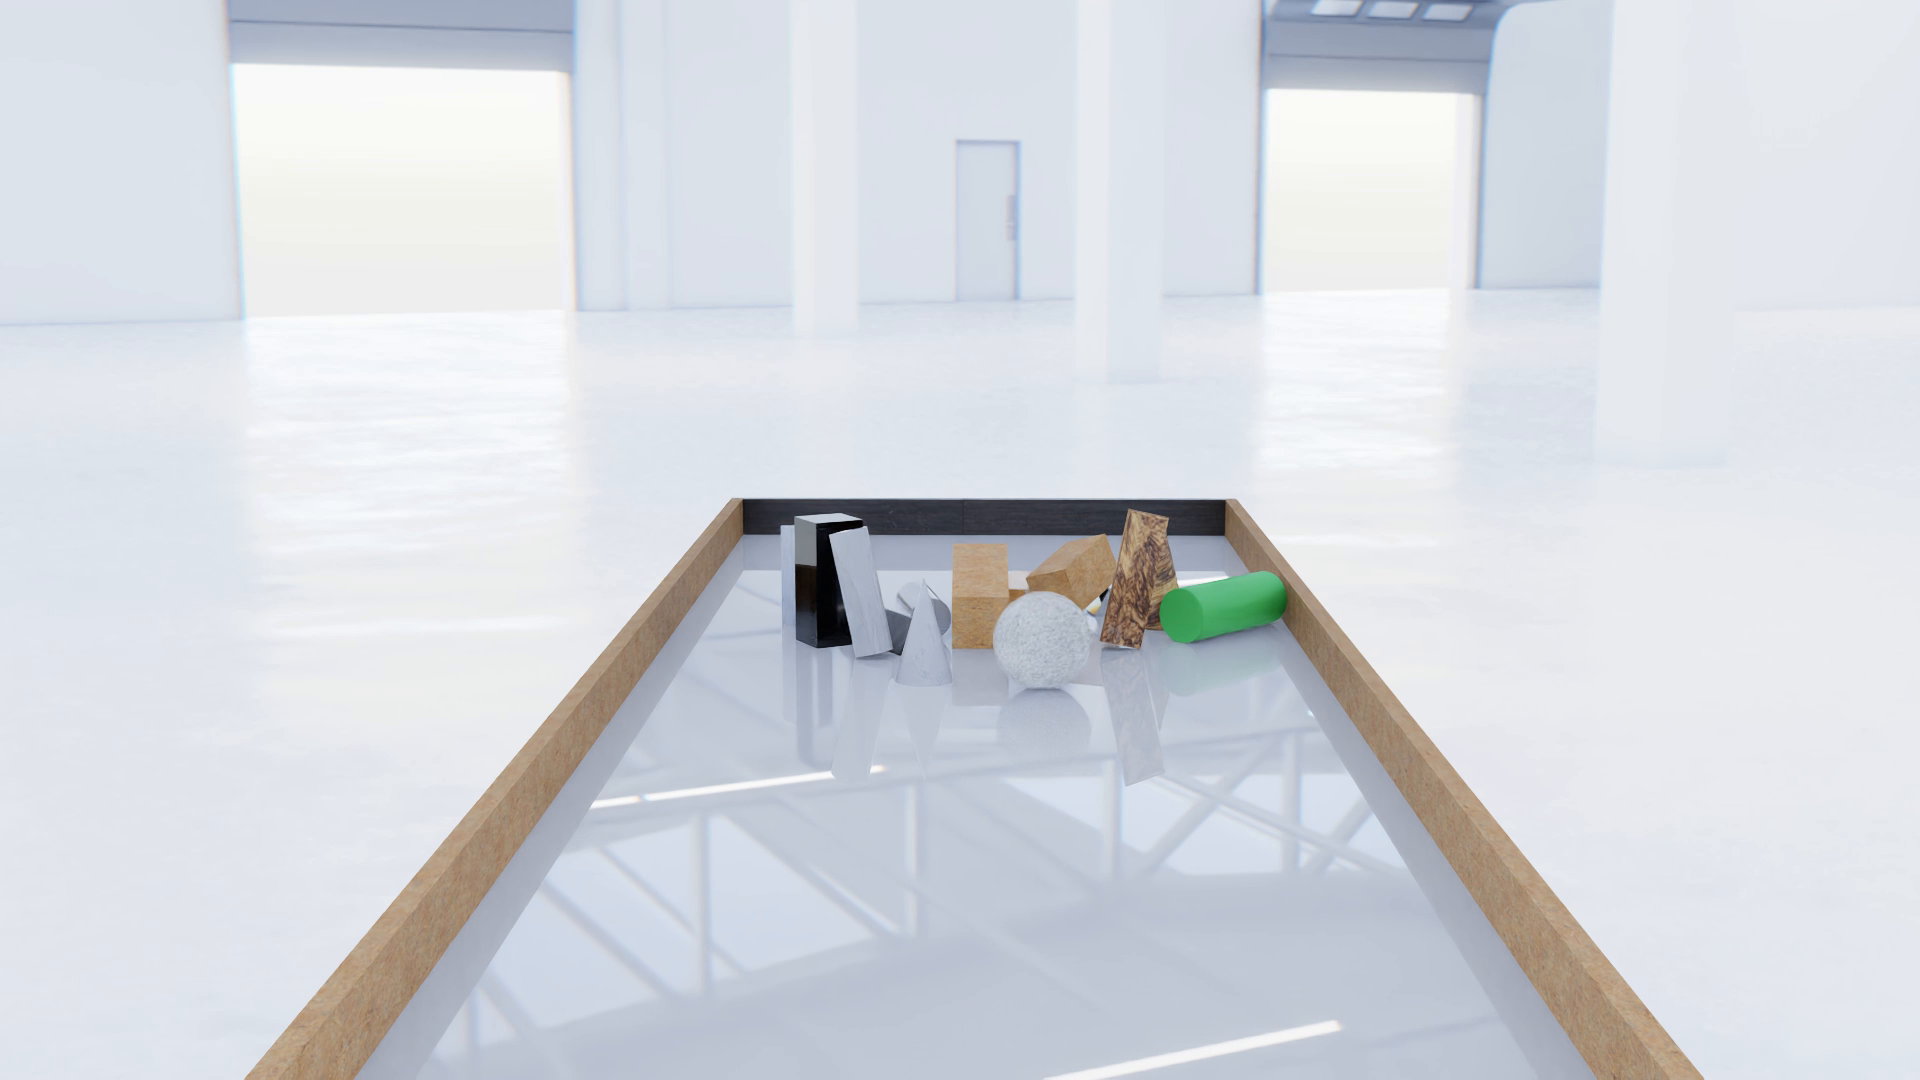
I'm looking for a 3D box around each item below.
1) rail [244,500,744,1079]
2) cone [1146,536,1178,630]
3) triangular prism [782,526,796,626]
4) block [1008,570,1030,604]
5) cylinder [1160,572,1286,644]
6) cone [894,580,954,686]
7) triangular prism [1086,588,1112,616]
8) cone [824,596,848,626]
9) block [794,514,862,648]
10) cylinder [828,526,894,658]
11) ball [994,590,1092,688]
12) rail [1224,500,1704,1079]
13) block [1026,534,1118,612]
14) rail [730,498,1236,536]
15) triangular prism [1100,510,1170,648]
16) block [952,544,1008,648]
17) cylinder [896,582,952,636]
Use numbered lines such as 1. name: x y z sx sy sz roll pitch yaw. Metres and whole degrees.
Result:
1. rail: -1.004 0.839 3.234 0.050 0.150 12.000 0 9 1
2. cone: 0.662 0.101 7.208 0.176 0.364 0.176 0 9 0
3. triangular prism: -0.498 0.117 7.230 0.119 0.326 0.137 -7 11 -37
4. block: 0.202 0.186 7.512 0.101 0.101 0.363 2 9 10
5. cylinder: 0.854 0.214 7.108 0.174 0.174 0.456 8 12 42
6. cone: -0.105 0.258 6.403 0.174 0.307 0.174 0 9 0
7. triangular prism: 0.467 0.176 7.591 0.106 0.092 0.432 -2 9 -10
8. cone: -0.452 0.235 7.366 0.103 0.103 0.342 -5 2 -29
9. block: -0.414 0.127 6.945 0.161 0.396 0.161 -5 10 -28
10. cylinder: -0.303 0.158 6.734 0.120 0.383 0.120 -12 3 1
11. ball: 0.238 0.286 6.311 0.280 0.280 0.280 0 9 0
12. rail: 1.046 0.843 3.208 0.050 0.150 12.000 0 9 1
13. block: 0.382 0.123 7.383 0.157 0.157 0.319 -13 15 34
14. rail: 0.099 -0.098 9.147 2.100 0.150 0.050 0 9 1
15. triangular prism: 0.520 0.115 6.883 0.143 0.420 0.123 11 2 -23
16. block: 0.065 0.176 7.030 0.176 0.176 0.429 0 23 0
17. cylinder: -0.121 0.227 7.152 0.133 0.133 0.315 -2 9 -10
